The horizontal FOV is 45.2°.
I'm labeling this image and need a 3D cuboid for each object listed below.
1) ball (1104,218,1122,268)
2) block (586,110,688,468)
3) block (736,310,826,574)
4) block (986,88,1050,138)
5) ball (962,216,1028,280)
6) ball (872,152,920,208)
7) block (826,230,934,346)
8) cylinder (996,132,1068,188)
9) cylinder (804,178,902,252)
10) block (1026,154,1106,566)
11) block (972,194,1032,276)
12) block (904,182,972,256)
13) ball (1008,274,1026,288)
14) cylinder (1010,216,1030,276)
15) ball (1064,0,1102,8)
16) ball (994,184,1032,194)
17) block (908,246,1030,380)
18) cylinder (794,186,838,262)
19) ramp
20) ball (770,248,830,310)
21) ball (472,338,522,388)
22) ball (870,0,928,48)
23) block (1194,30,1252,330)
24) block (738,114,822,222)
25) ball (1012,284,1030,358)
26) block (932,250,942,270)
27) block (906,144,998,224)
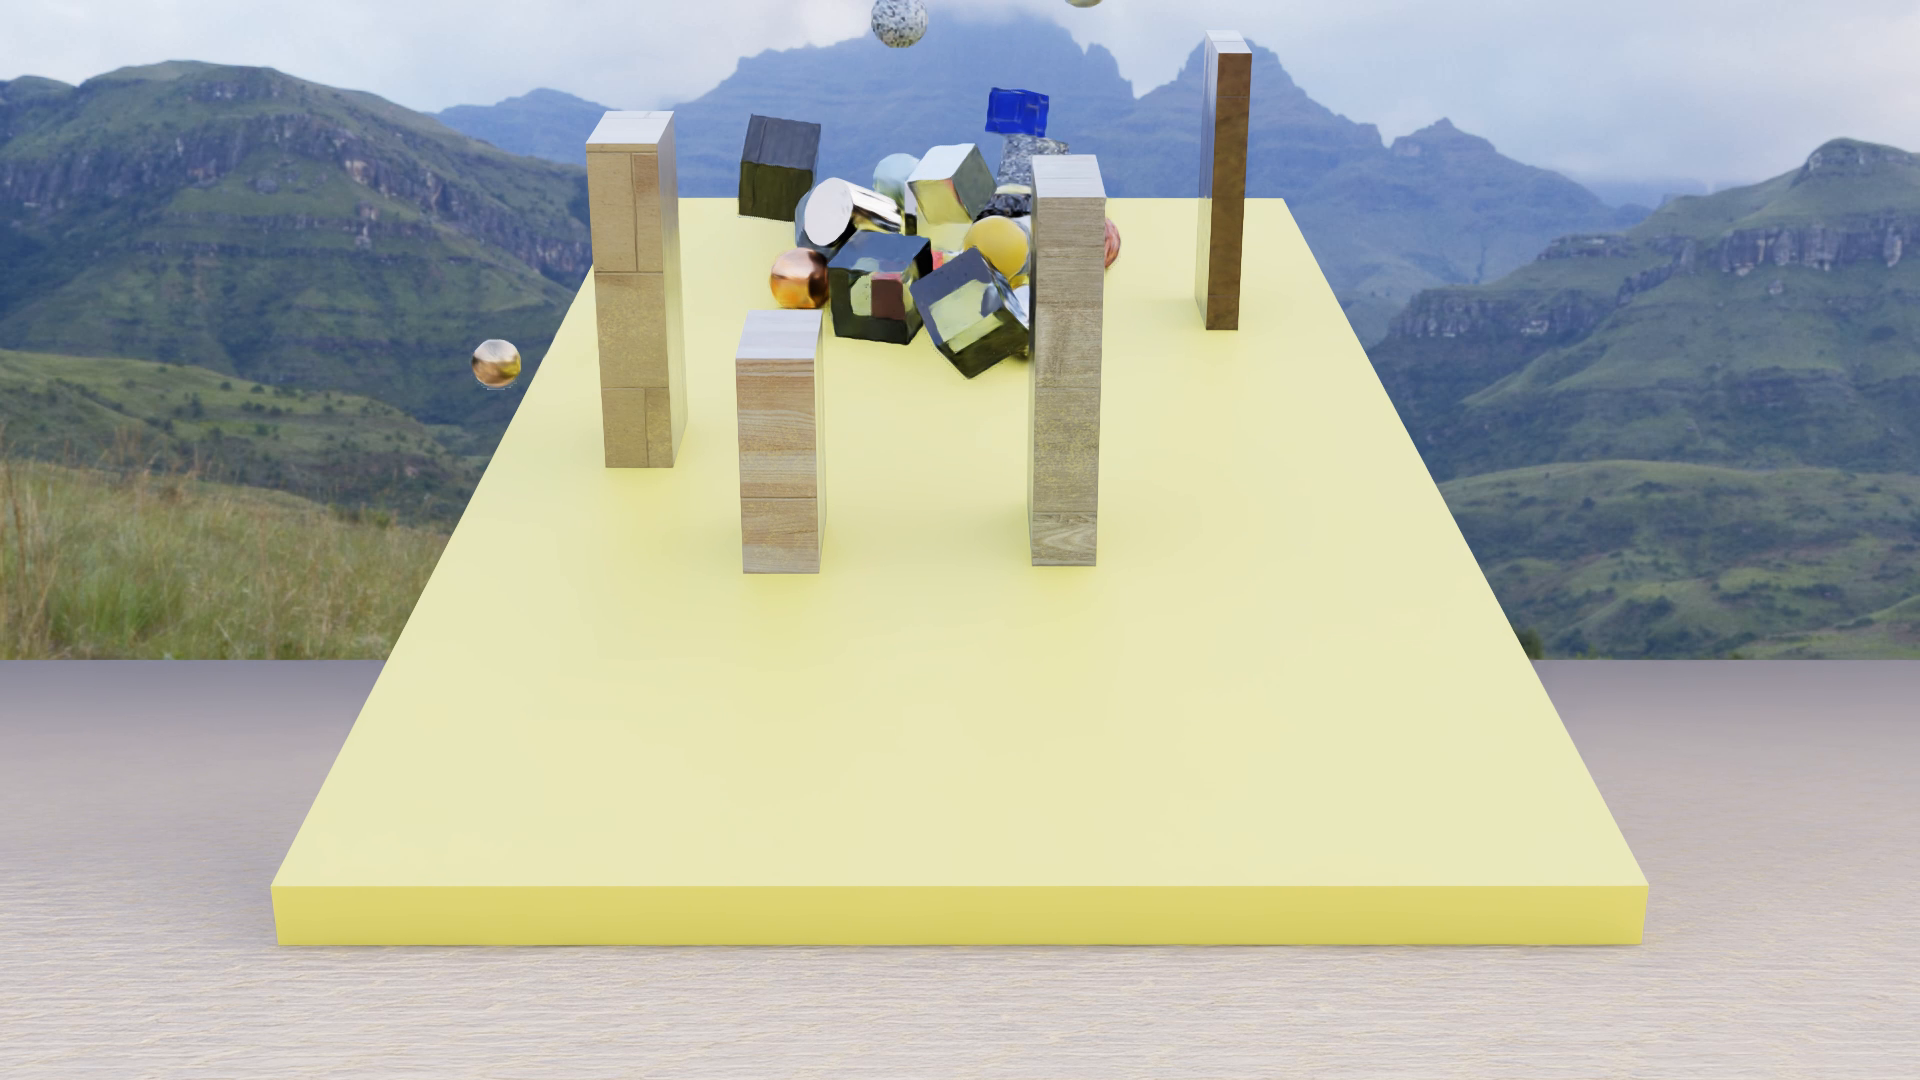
[{"bbox_3d":[0.360,-0.810,6.280,0.157,0.157,0.157,0,-3,0],"label":"ball"},{"bbox_3d":[-0.682,-0.534,4.915,0.144,0.698,0.304,0,23,0],"label":"block"},{"bbox_3d":[-0.341,-0.193,4.447,0.145,0.430,0.303,0,23,0],"label":"block"},{"bbox_3d":[0.171,-1.265,6.846,0.128,0.128,0.128,12,8,35],"label":"block"},{"bbox_3d":[0.088,-0.723,5.729,0.164,0.164,0.164,0,-3,0],"label":"ball"},{"bbox_3d":[-0.178,-1.073,6.895,0.165,0.165,0.165,0,-3,0],"label":"ball"},{"bbox_3d":[-0.193,-0.630,5.743,0.197,0.197,0.197,9,37,19],"label":"block"},{"bbox_3d":[0.210,-1.090,6.831,0.195,0.195,0.195,9,6,-1],"label":"cylinder"},{"bbox_3d":[-0.274,-0.817,5.894,0.175,0.175,0.175,-3,-11,43],"label":"cylinder"},{"bbox_3d":[0.200,-0.346,4.438,0.123,0.723,0.329,0,23,0],"label":"block"},{"bbox_3d":[0.136,-0.836,6.309,0.181,0.181,0.181,3,23,8],"label":"block"},{"bbox_3d":[-0.035,-0.929,6.512,0.195,0.195,0.195,7,24,15],"label":"block"},{"bbox_3d":[0.105,-0.701,6.008,0.134,0.134,0.134,0,-3,0],"label":"ball"},{"bbox_3d":[0.187,-0.759,5.909,0.146,0.146,0.146,-3,11,45],"label":"cylinder"},{"bbox_3d":[0.352,-1.595,6.543,0.168,0.168,0.168,0,-3,0],"label":"ball"},{"bbox_3d":[0.150,-0.907,6.477,0.183,0.183,0.183,0,-3,0],"label":"ball"},{"bbox_3d":[0.028,-0.530,5.388,0.187,0.187,0.187,-30,-30,12],"label":"block"},{"bbox_3d":[-0.338,-0.815,6.150,0.203,0.203,0.203,0,32,-6],"label":"cylinder"},{"bbox_3d":[-0.007,-0.224,5.211,2.000,0.100,4.000,0,23,0],"label":"ramp"},{"bbox_3d":[-0.405,-0.665,5.915,0.169,0.169,0.169,0,-3,0],"label":"ball"},{"bbox_3d":[-1.085,-0.414,5.399,0.114,0.114,0.114,0,-3,0],"label":"ball"},{"bbox_3d":[-0.170,-1.465,6.489,0.163,0.163,0.163,0,-3,0],"label":"ball"},{"bbox_3d":[0.660,-0.907,5.815,0.081,0.696,0.301,0,23,0],"label":"block"},{"bbox_3d":[-0.515,-1.057,6.582,0.202,0.202,0.202,8,-40,-2],"label":"block"},{"bbox_3d":[0.171,-0.529,5.575,0.182,0.182,0.182,0,-3,0],"label":"ball"},{"bbox_3d":[-0.123,-0.670,5.971,0.128,0.128,0.128,5,27,12],"label":"block"},{"bbox_3d":[-0.020,-0.932,6.051,0.146,0.146,0.146,3,-43,37],"label":"block"}]
